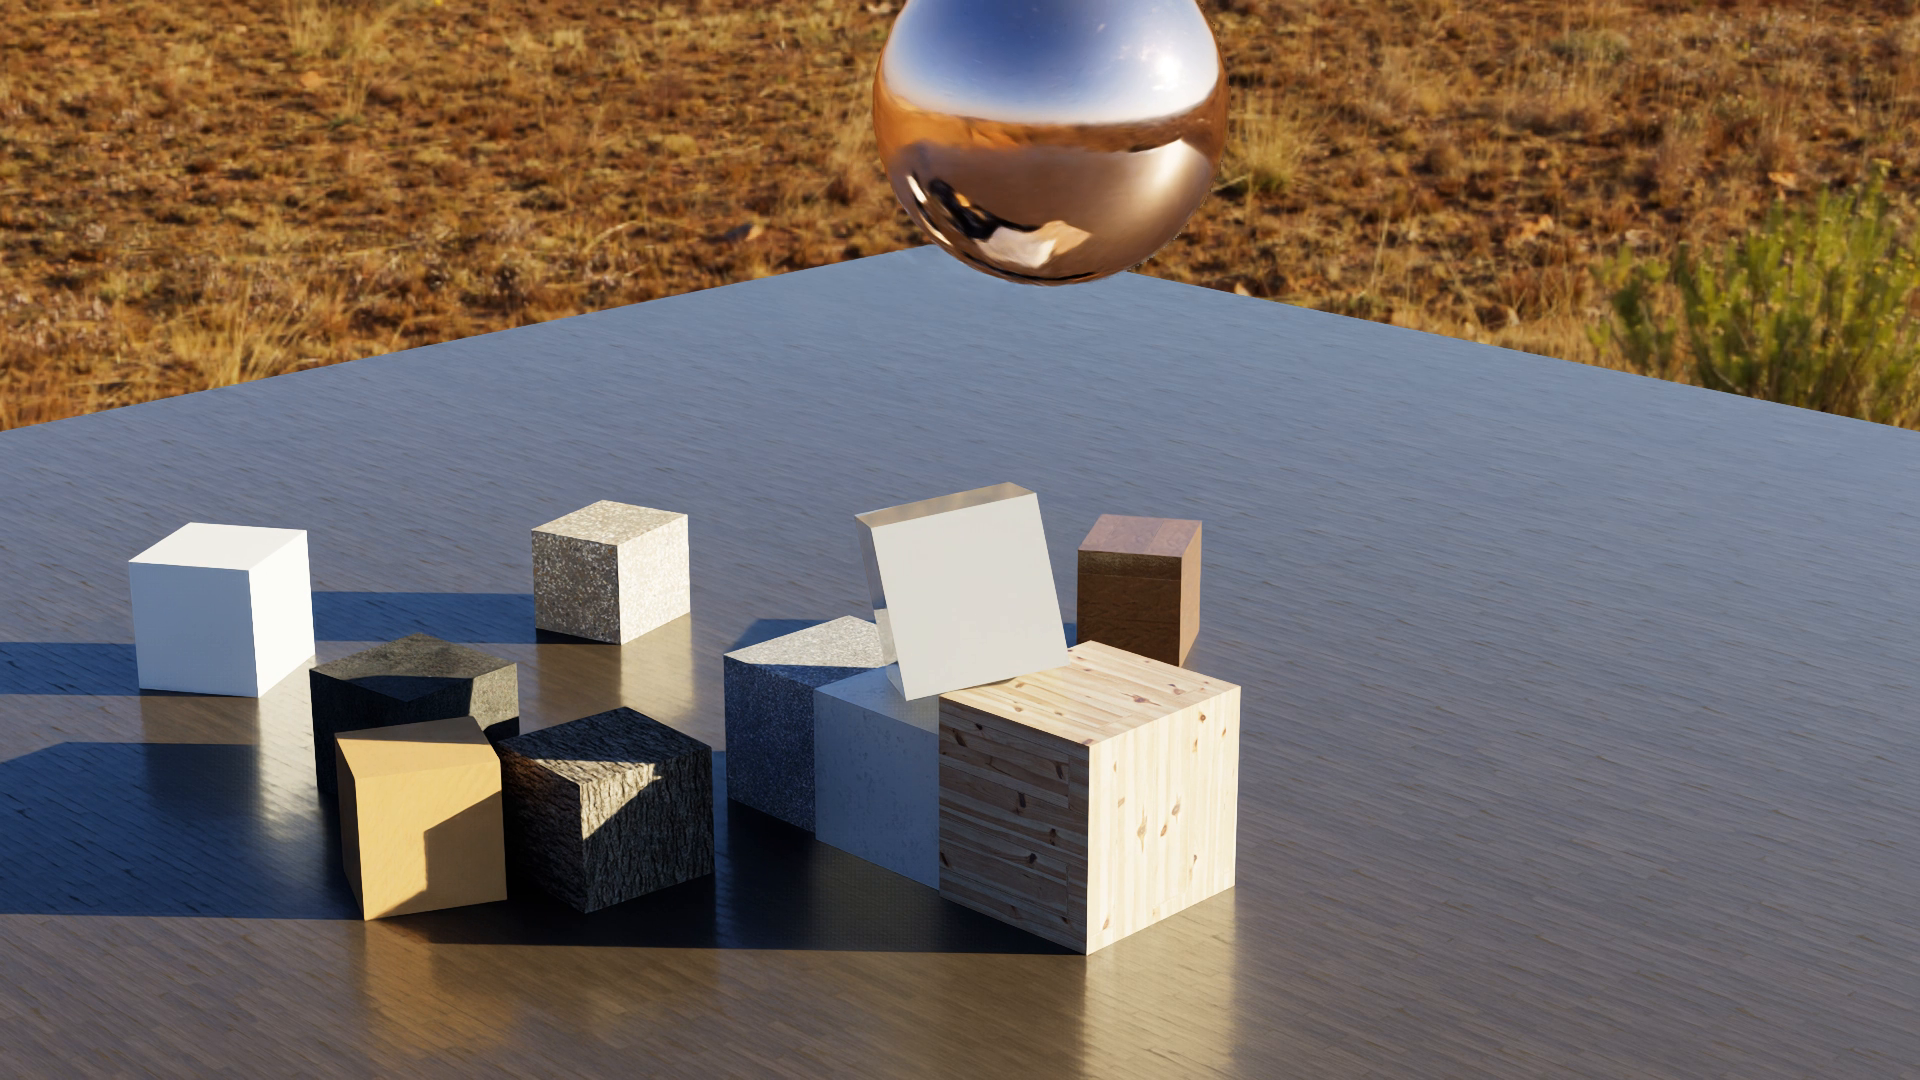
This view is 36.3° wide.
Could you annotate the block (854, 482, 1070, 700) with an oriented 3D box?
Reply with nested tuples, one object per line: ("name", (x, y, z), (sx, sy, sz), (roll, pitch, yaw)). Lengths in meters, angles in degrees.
("block", (-0.002, 0.219, 13.366), (0.748, 0.783, 0.825), (-12, 6, -6))

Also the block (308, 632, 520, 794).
("block", (-2.671, 0.912, 14.408), (0.719, 0.621, 0.698), (14, 22, 37))

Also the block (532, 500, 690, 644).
("block", (-1.996, 0.178, 16.803), (0.600, 0.586, 0.678), (10, 20, 28))

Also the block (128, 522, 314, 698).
("block", (-4.009, 0.373, 15.962), (0.692, 0.717, 0.718), (4, 18, 12))

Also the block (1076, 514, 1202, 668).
("block", (1.002, 0.285, 16.341), (0.573, 0.657, 0.688), (4, 18, 13))

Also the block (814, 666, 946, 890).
("block", (-0.081, 1.052, 13.740), (0.852, 0.754, 0.844), (-17, 24, -42))

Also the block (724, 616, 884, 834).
("block", (-0.607, 0.889, 14.283), (0.825, 0.739, 0.682), (-17, 24, -42))

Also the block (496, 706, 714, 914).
("block", (-1.620, 1.223, 13.427), (0.710, 0.616, 0.686), (-14, 22, -38))

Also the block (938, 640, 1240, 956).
("block", (0.578, 1.129, 13.143), (0.887, 0.965, 1.014), (16, 24, 41))

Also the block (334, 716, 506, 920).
("block", (-2.441, 1.247, 13.256), (0.638, 0.671, 0.593), (-6, 19, -19))

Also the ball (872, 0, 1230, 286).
("ball", (0.405, -1.940, 13.157), (1.600, 1.600, 1.600), (0, 17, 0))
